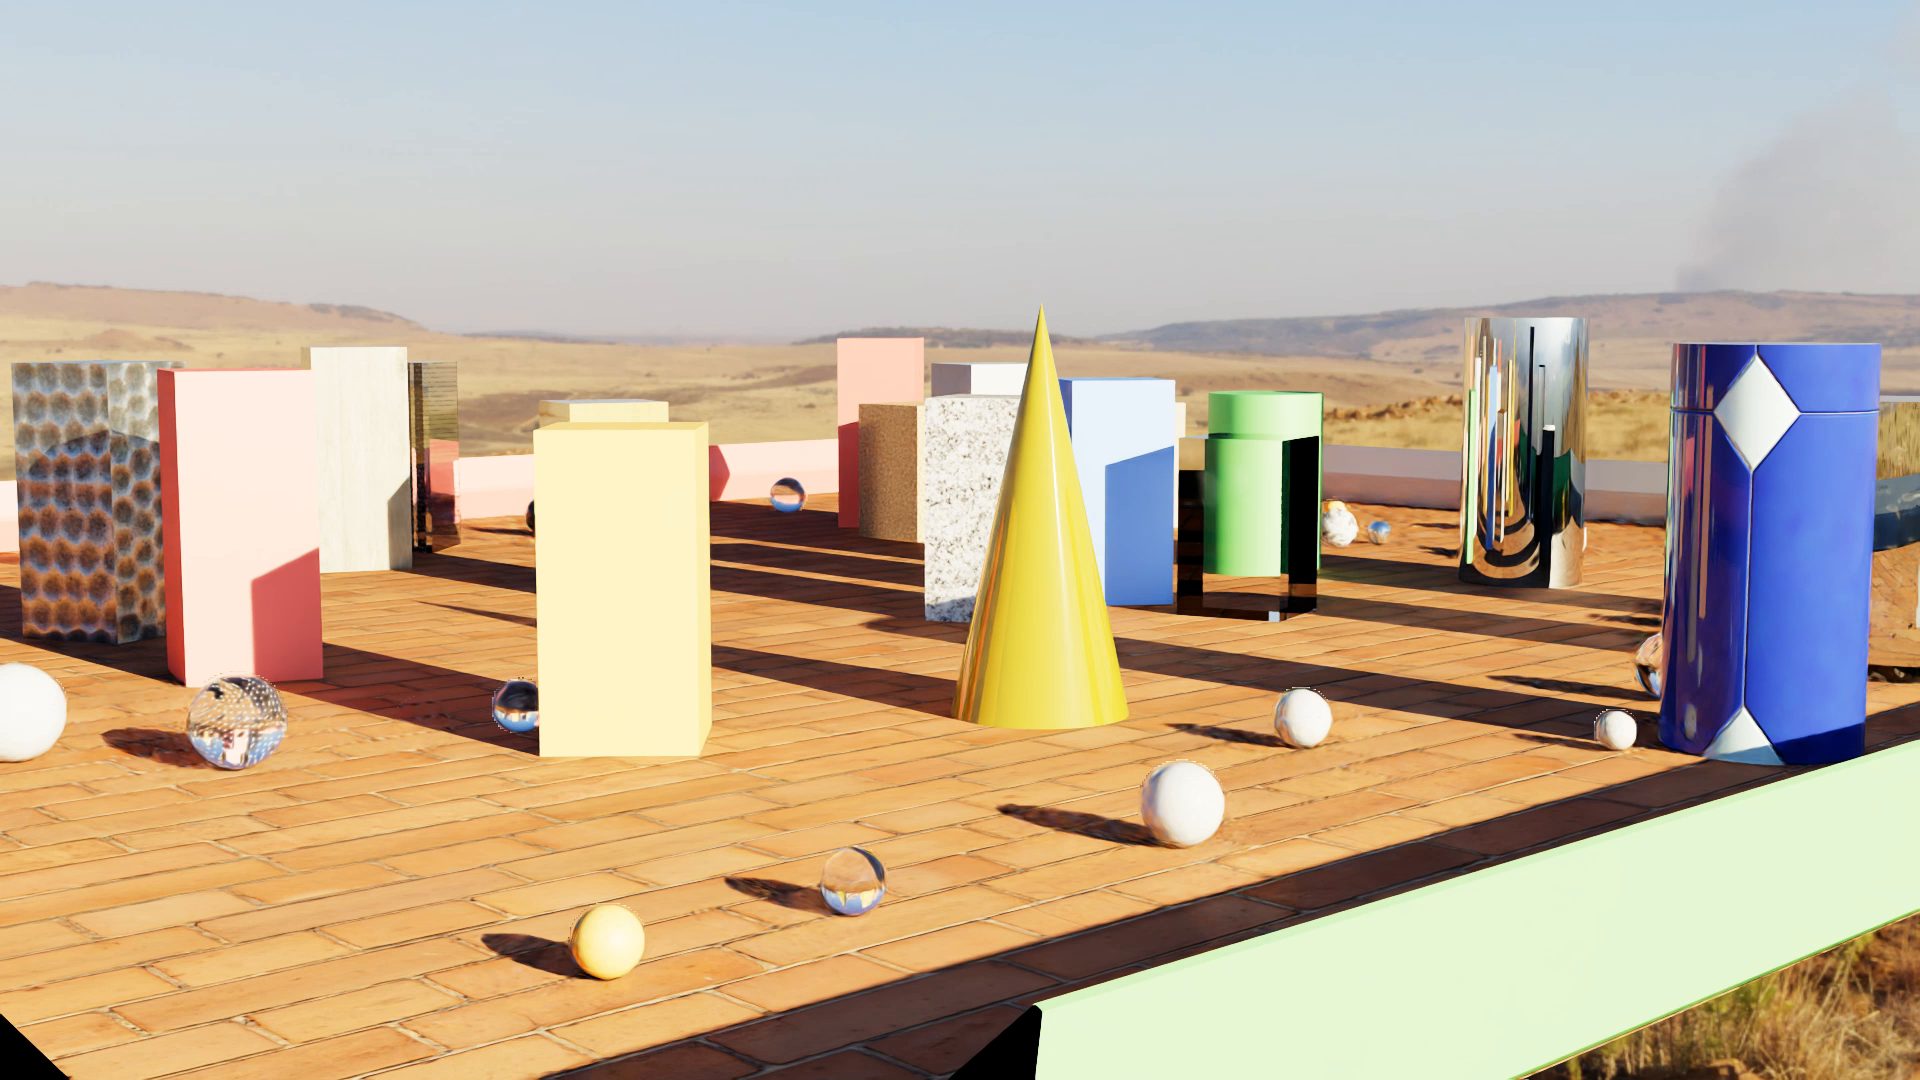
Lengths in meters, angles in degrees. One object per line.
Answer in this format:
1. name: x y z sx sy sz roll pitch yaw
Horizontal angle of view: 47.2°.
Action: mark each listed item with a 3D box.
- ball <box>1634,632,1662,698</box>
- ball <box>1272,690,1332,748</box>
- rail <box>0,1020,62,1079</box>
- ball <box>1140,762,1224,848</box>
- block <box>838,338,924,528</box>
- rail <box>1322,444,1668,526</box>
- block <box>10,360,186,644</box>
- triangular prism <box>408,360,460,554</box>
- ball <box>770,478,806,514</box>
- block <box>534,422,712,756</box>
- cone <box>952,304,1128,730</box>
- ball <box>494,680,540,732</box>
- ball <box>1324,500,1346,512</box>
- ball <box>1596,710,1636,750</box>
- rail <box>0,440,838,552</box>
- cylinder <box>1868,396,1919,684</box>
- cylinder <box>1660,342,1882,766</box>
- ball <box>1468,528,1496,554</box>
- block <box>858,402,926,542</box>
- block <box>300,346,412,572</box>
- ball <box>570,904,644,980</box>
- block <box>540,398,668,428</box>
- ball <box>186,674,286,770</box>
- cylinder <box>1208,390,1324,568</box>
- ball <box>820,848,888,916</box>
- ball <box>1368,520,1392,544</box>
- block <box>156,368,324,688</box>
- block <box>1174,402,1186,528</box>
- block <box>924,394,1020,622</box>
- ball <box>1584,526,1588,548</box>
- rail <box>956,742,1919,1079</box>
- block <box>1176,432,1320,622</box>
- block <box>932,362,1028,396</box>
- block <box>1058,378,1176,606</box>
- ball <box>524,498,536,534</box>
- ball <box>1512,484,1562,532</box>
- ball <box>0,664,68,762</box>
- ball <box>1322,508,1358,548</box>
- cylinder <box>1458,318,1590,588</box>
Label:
1. ball: 0.814 0.145 2.517 0.079 0.079 0.079 0 6 0
2. ball: 0.350 0.182 2.249 0.059 0.059 0.059 0 6 0
3. rail: -1.388 0.166 2.058 0.045 0.129 3.488 -5 8 -42
4. ball: 0.185 0.220 1.832 0.070 0.070 0.070 0 6 0
5. block: -0.164 -0.226 4.588 0.159 0.388 0.159 1 6 6
6. rail: 1.388 -0.099 4.605 0.045 0.129 3.488 -5 8 -42
7. block: -1.176 -0.057 3.027 0.159 0.375 0.159 2 6 20
8. triangular prism: -1.004 -0.161 4.142 0.172 0.350 0.149 4 7 35
9. ball: -0.380 -0.099 4.848 0.080 0.080 0.080 0 6 0
10. block: -0.344 0.046 2.269 0.159 0.327 0.159 0 6 -2
11. cone: 0.089 -0.034 2.422 0.199 0.454 0.199 0 6 0
12. ball: -0.465 0.176 2.329 0.055 0.055 0.055 0 6 0
13. ball: 0.791 -0.060 4.636 0.047 0.047 0.047 0 6 0
14. ball: 0.666 0.194 2.232 0.040 0.040 0.040 0 6 0
15. rail: -1.166 -0.097 4.589 3.824 0.129 0.045 -5 8 -42
16. cylinder: 1.149 -0.006 2.716 0.199 0.337 0.199 0 6 0
17. cylinder: 0.822 0.007 2.237 0.199 0.412 0.199 0 6 0
18. ball: 0.961 0.001 4.050 0.048 0.048 0.048 0 6 0
19. block: -0.088 -0.138 4.343 0.159 0.263 0.159 5 8 42
20. block: -1.052 -0.145 3.831 0.159 0.382 0.159 -2 6 -23
21. ball: -0.235 0.269 1.471 0.049 0.049 0.049 0 6 0
22. block: -0.564 -0.069 3.490 0.159 0.302 0.159 -3 7 -27
23. ball: -0.704 0.177 2.142 0.093 0.093 0.093 0 6 0
24. cylinder: 0.531 -0.105 3.834 0.199 0.303 0.199 0 6 0
25. ball: -0.079 0.253 1.626 0.049 0.049 0.049 0 6 0
26. ball: 0.803 -0.015 4.209 0.045 0.045 0.045 0 6 0
27. block: -0.881 -0.021 2.690 0.159 0.373 0.159 -3 7 -27
28. block: 0.360 -0.159 4.577 0.159 0.256 0.159 -2 6 -22
29. block: 0.049 -0.049 3.206 0.159 0.321 0.159 2 6 17
30. ball: 1.058 -0.005 3.882 0.094 0.094 0.094 0 6 0
31. rail: 1.166 0.165 2.074 3.824 0.129 0.045 -5 8 -42
32. block: 0.426 -0.023 3.248 0.159 0.260 0.159 3 7 28
33. block: 0.055 -0.140 3.936 0.159 0.351 0.159 -3 7 -27
34. block: 0.232 -0.078 3.398 0.159 0.340 0.159 -1 6 -10
35. ball: -0.817 -0.049 4.347 0.085 0.085 0.085 0 6 0
36. ball: 1.156 -0.062 4.406 0.099 0.099 0.099 0 6 0
37. ball: -0.936 0.171 2.175 0.098 0.098 0.098 0 6 0
38. ball: 0.711 -0.022 4.141 0.075 0.075 0.075 0 6 0
39. cylinder: 0.927 -0.148 3.616 0.199 0.433 0.199 0 6 0
